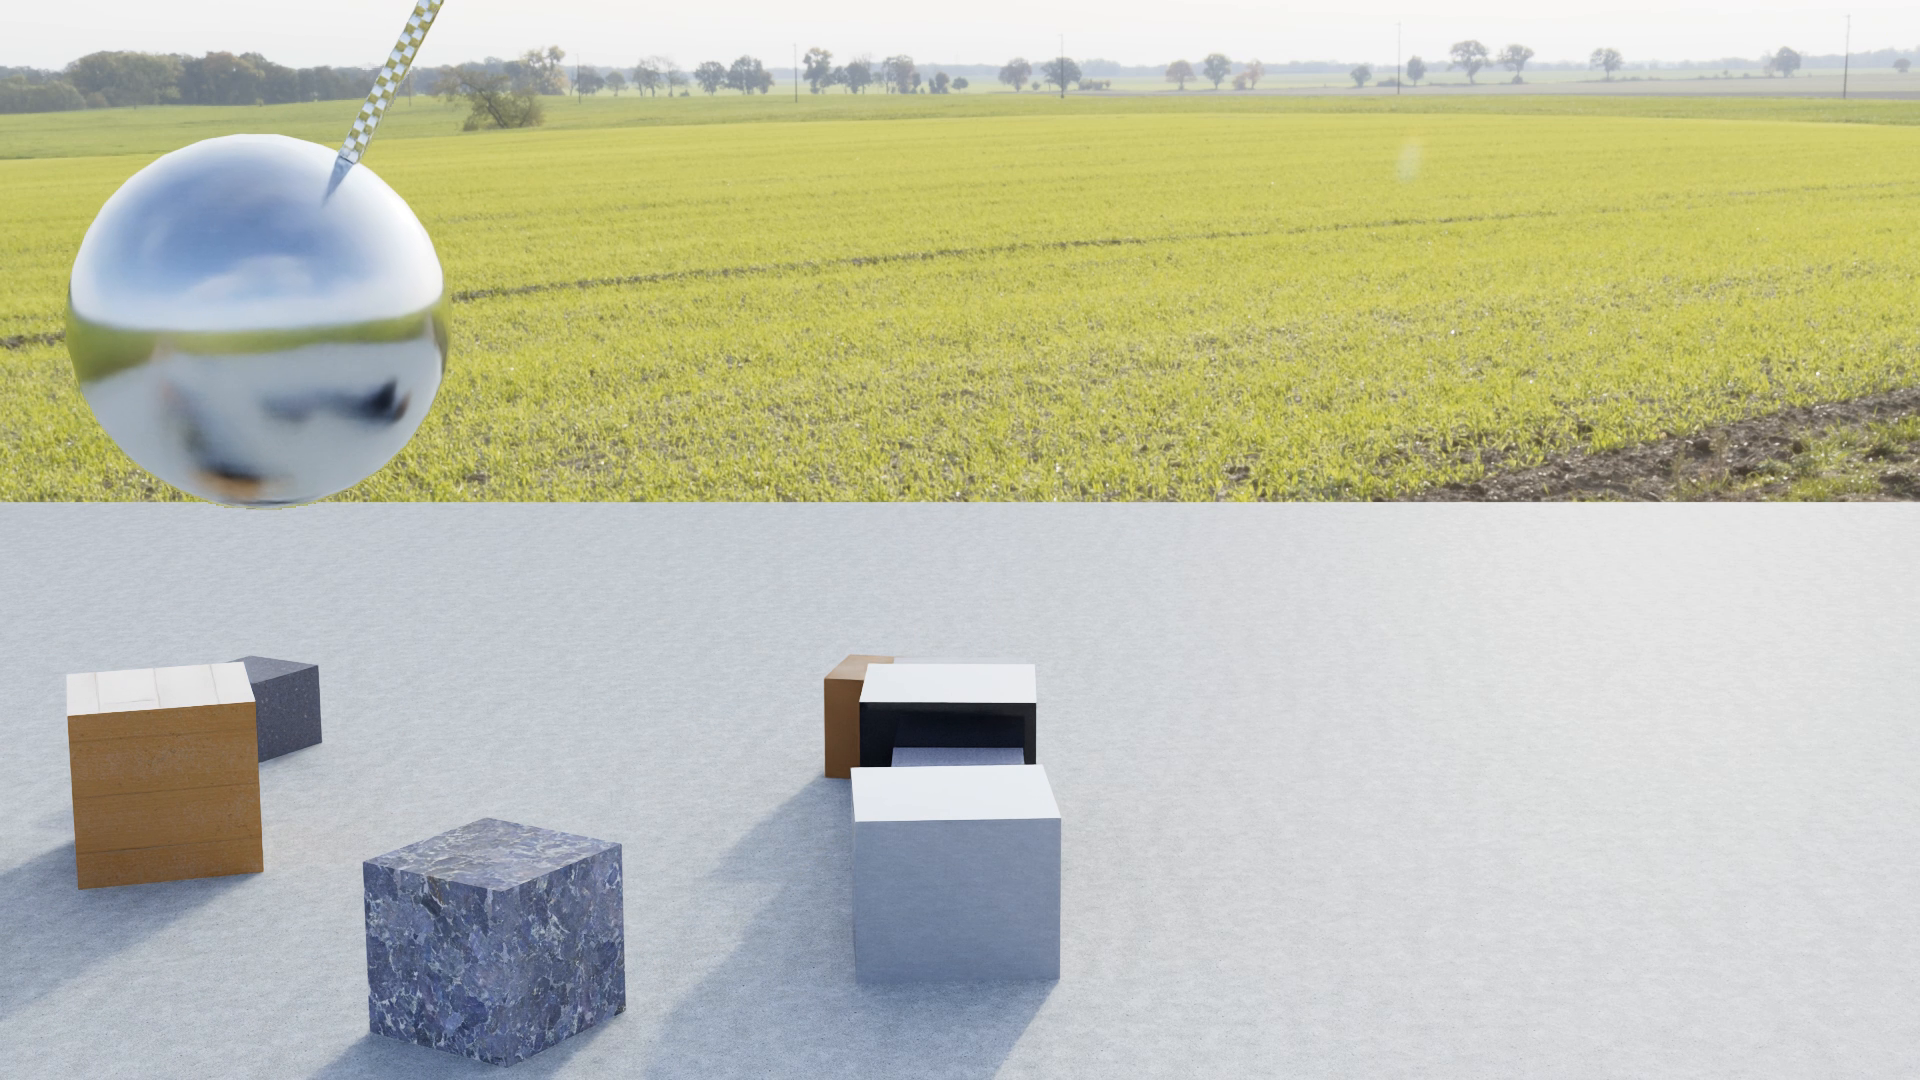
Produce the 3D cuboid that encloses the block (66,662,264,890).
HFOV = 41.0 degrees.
[{"bbox_3d":[-3.605,1.048,11.616,0.784,0.781,0.815,-4,11,-19],"label":"block"}]

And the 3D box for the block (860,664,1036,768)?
[{"bbox_3d":[-0.046,1.031,11.718,0.779,0.780,0.739,0,10,1],"label":"block"}]

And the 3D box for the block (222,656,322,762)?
[{"bbox_3d":[-3.716,0.886,13.517,0.480,0.422,0.472,6,12,28],"label":"block"}]

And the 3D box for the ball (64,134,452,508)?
[{"bbox_3d":[-2.995,-0.936,11.010,1.600,1.600,1.600,0,10,0],"label":"ball"}]

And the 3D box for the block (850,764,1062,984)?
[{"bbox_3d":[-0.030,1.337,10.377,0.800,0.657,0.778,-1,10,-4],"label":"block"}]

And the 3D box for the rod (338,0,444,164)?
[{"bbox_3d":[-1.298,-3.835,10.483,0.080,5.200,0.080,30,9,-5],"label":"rod"}]

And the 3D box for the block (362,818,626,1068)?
[{"bbox_3d":[-1.729,1.483,9.572,0.669,0.657,0.671,6,12,31],"label":"block"}]

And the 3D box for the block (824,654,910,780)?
[{"bbox_3d":[-0.346,0.909,13.122,0.579,0.517,0.549,2,10,11],"label":"block"}]

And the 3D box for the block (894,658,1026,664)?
[{"bbox_3d":[0.000,0.964,12.432,0.650,0.656,0.666,0,10,0],"label":"block"}]

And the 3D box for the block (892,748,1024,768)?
[{"bbox_3d":[-0.009,1.249,11.082,0.571,0.577,0.570,0,10,0],"label":"block"}]
